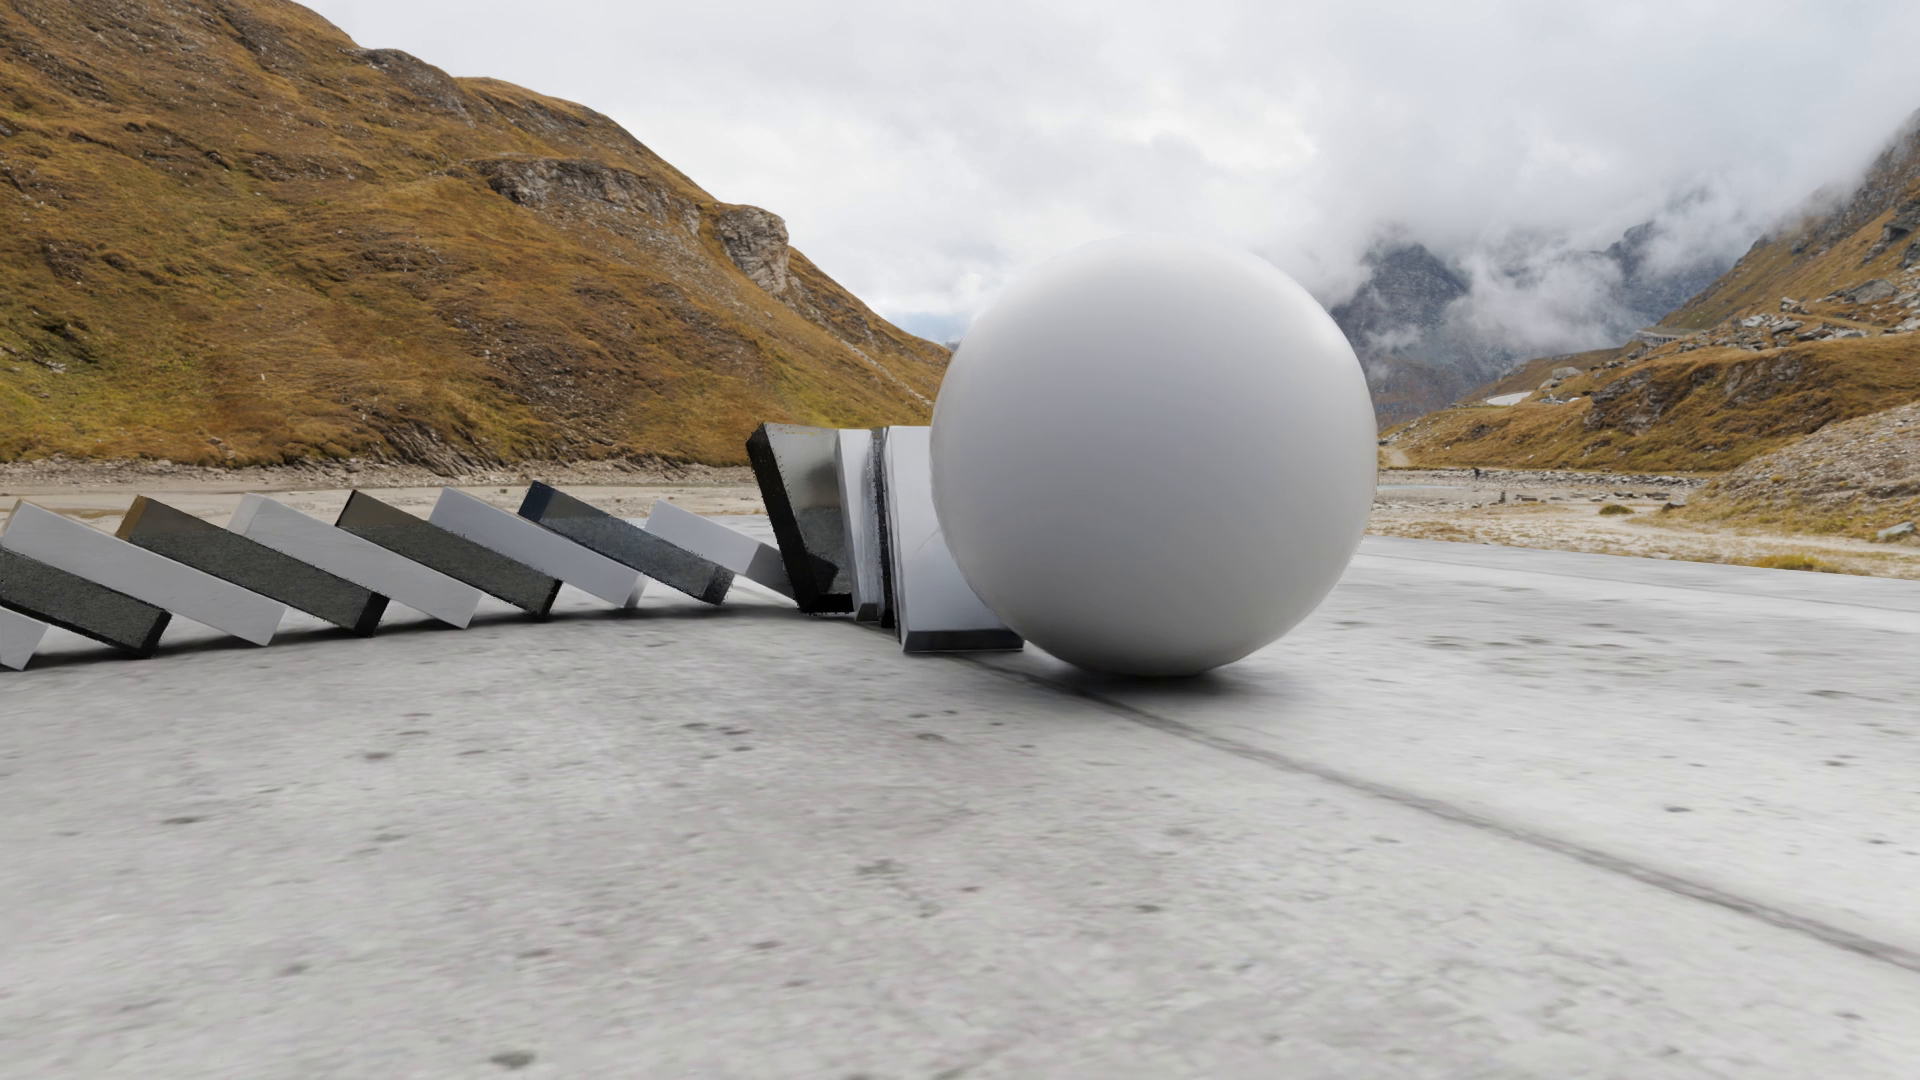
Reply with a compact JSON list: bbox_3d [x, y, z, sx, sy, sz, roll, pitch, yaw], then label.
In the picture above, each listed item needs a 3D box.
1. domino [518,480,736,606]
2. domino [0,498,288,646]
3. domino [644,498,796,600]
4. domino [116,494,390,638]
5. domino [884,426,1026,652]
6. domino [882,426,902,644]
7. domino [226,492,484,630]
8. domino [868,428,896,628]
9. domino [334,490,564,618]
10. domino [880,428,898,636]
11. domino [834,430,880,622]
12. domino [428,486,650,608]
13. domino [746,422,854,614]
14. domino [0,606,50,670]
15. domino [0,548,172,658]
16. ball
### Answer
[{"bbox_3d":[-0.083,0.001,0.325,0.050,0.010,0.025,25,-5,3],"label":"domino"},{"bbox_3d":[-0.169,0.007,0.265,0.050,0.009,0.025,31,-15,-35],"label":"domino"},{"bbox_3d":[-0.059,0.003,0.338,0.050,0.010,0.025,19,-8,45],"label":"domino"},{"bbox_3d":[-0.153,0.006,0.278,0.050,0.010,0.025,31,-15,-35],"label":"domino"},{"bbox_3d":[-0.001,-0.001,0.272,0.025,0.050,0.009,-1,-31,-10],"label":"domino"},{"bbox_3d":[-0.002,-0.002,0.284,0.025,0.050,0.009,-1,-31,-10],"label":"domino"},{"bbox_3d":[-0.137,0.005,0.291,0.050,0.010,0.025,31,-15,-35],"label":"domino"},{"bbox_3d":[-0.008,-0.004,0.307,0.025,0.050,0.009,0,-31,-10],"label":"domino"},{"bbox_3d":[-0.122,0.003,0.307,0.050,0.009,0.025,27,-9,-21],"label":"domino"},{"bbox_3d":[-0.004,-0.003,0.296,0.025,0.050,0.010,-1,-31,-10],"label":"domino"},{"bbox_3d":[-0.016,-0.004,0.318,0.025,0.050,0.009,-1,-31,-15],"label":"domino"},{"bbox_3d":[-0.103,0.002,0.319,0.050,0.010,0.025,25,-5,-6],"label":"domino"},{"bbox_3d":[-0.035,-0.006,0.325,0.025,0.050,0.010,1,-32,-41],"label":"domino"},{"bbox_3d":[-0.199,0.009,0.237,0.050,0.010,0.025,32,-16,-34],"label":"domino"},{"bbox_3d":[-0.184,0.008,0.251,0.050,0.009,0.025,32,-16,-35],"label":"domino"},{"bbox_3d":[0.034,-0.015,0.233,0.080,0.080,0.080,0,4,0],"label":"ball"}]
